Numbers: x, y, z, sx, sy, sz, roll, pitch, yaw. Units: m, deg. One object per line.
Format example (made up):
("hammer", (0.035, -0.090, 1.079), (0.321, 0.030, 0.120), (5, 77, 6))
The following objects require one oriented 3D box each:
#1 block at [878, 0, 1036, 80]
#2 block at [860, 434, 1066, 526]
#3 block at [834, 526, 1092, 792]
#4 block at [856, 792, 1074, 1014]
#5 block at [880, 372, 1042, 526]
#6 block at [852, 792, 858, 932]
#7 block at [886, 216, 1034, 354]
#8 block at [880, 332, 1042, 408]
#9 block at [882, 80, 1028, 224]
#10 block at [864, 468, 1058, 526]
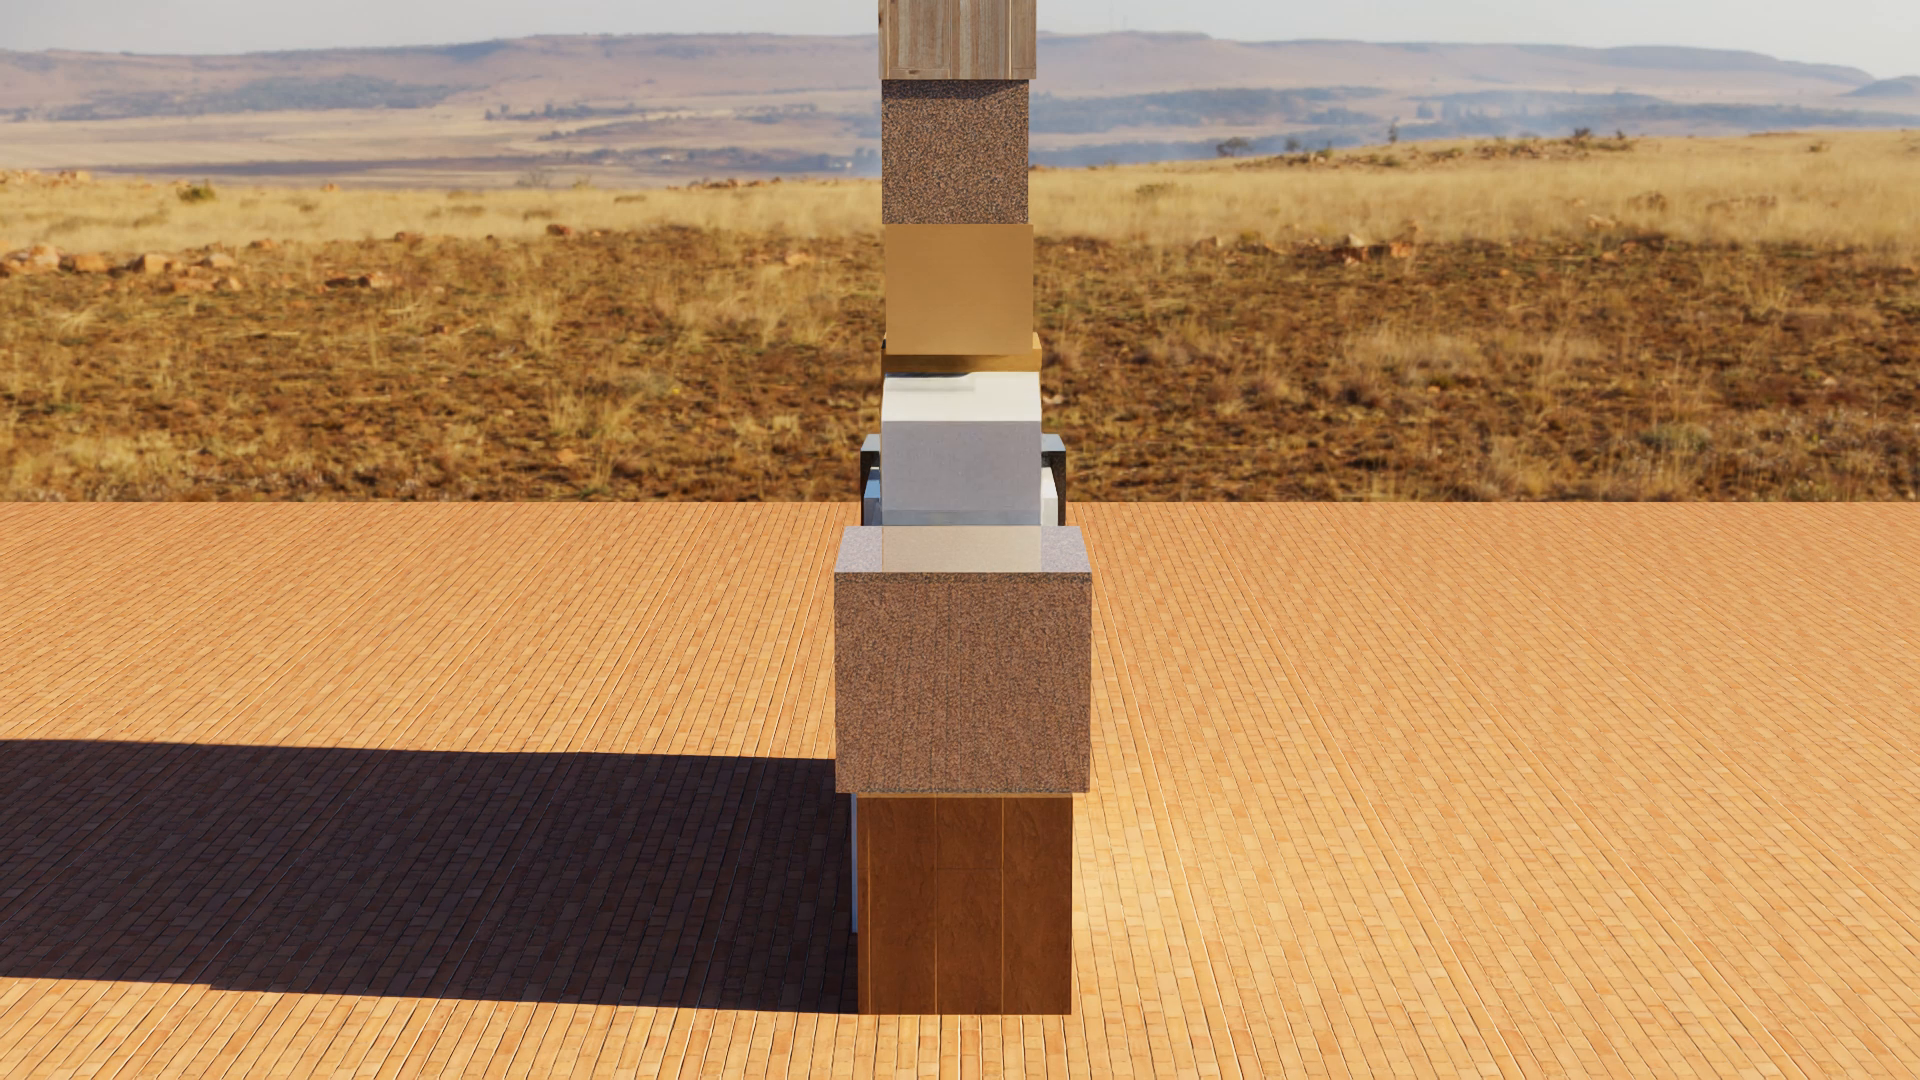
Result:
("block", (-0.010, -2.221, 10.777), (0.647, 0.561, 0.627), (0, 10, 0))
("block", (0.016, -0.018, 12.473), (0.958, 0.919, 0.935), (0, 7, 0))
("block", (0.011, 0.445, 10.011), (0.952, 0.842, 0.981), (0, 10, 0))
("block", (0.019, 1.293, 10.079), (0.805, 0.850, 0.936), (0, 10, 0))
("block", (0.007, -0.337, 10.696), (0.648, 0.561, 0.572), (0, 24, 0))
("block", (-0.009, 1.139, 10.991), (0.874, 0.827, 0.895), (0, 10, 0))
("block", (-0.002, -1.095, 10.981), (0.614, 0.542, 0.587), (0, 10, 0))
("block", (0.005, -0.566, 11.373), (0.688, 0.640, 0.704), (0, 10, 0))
("block", (-0.020, -1.653, 10.880), (0.606, 0.593, 0.574), (0, 10, 0))
("block", (0.003, 0.158, 11.556), (0.835, 0.850, 0.870), (0, 10, 0))
